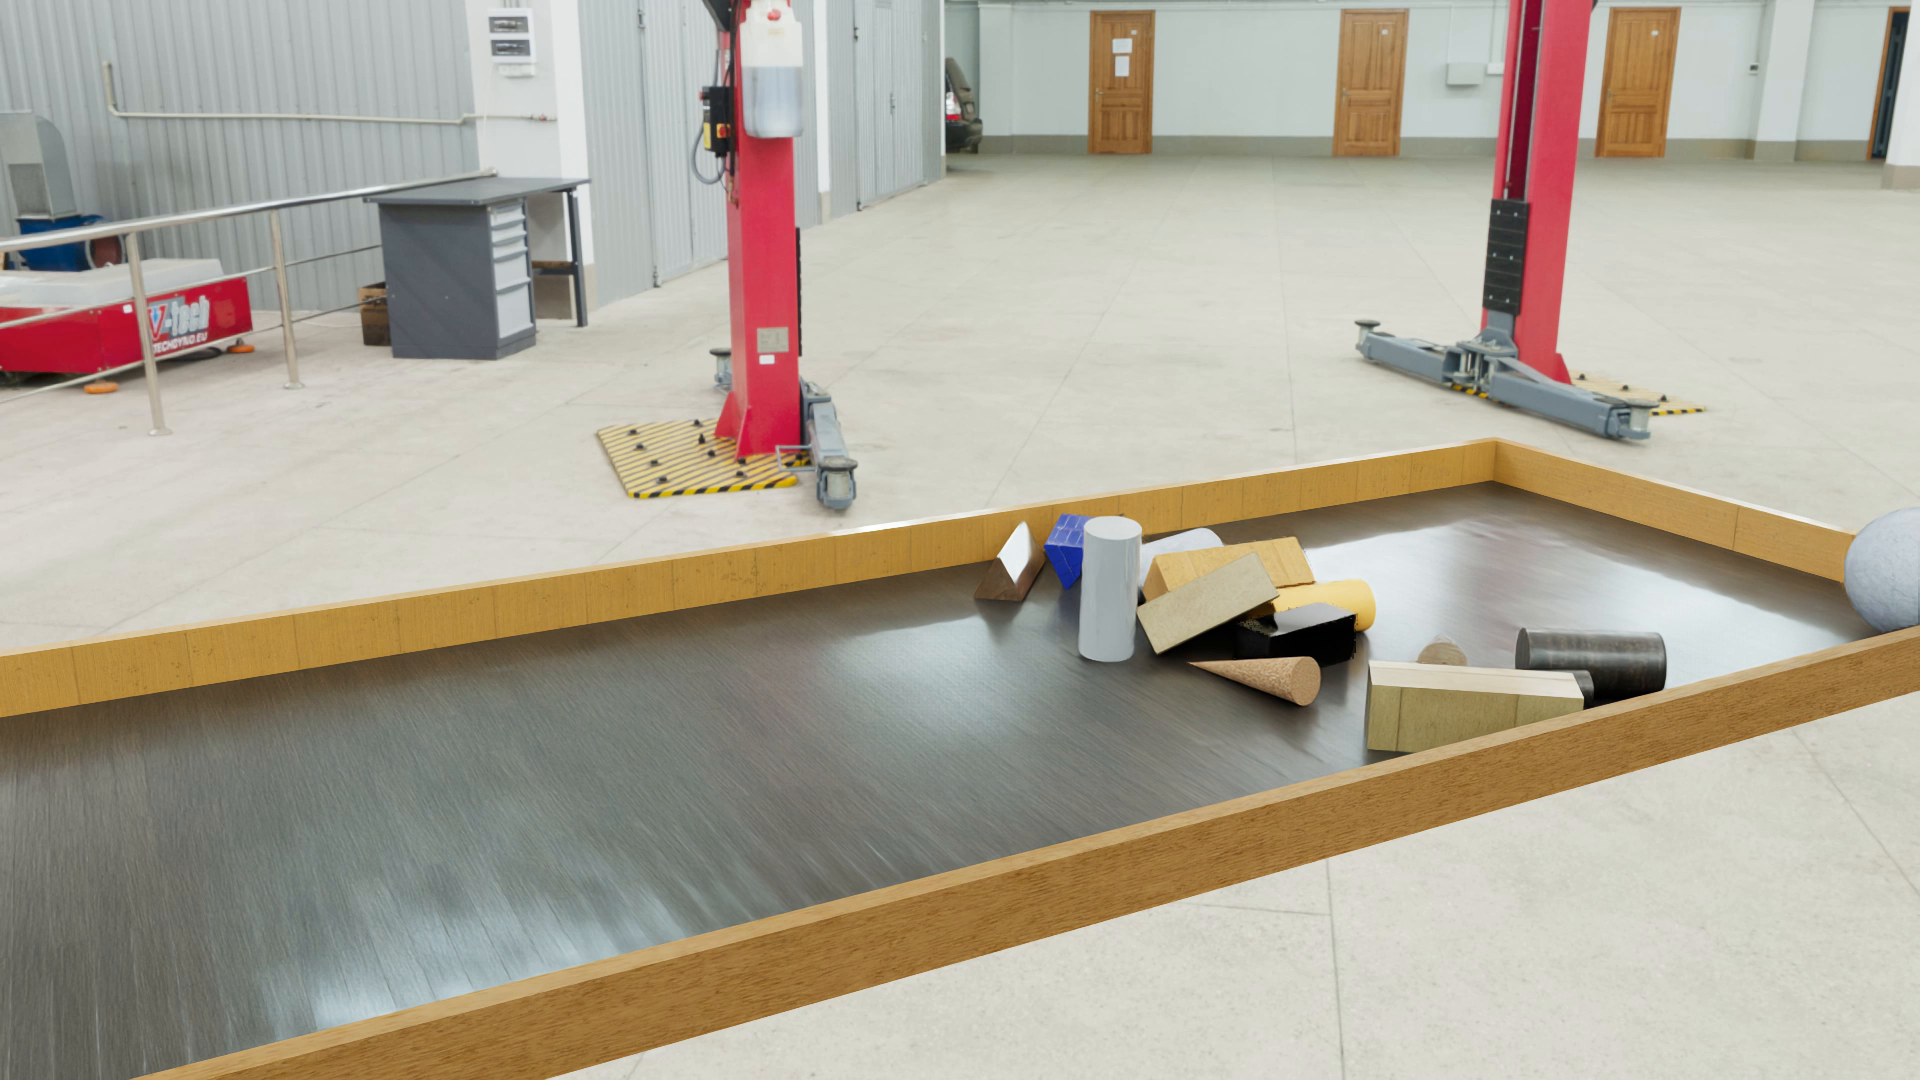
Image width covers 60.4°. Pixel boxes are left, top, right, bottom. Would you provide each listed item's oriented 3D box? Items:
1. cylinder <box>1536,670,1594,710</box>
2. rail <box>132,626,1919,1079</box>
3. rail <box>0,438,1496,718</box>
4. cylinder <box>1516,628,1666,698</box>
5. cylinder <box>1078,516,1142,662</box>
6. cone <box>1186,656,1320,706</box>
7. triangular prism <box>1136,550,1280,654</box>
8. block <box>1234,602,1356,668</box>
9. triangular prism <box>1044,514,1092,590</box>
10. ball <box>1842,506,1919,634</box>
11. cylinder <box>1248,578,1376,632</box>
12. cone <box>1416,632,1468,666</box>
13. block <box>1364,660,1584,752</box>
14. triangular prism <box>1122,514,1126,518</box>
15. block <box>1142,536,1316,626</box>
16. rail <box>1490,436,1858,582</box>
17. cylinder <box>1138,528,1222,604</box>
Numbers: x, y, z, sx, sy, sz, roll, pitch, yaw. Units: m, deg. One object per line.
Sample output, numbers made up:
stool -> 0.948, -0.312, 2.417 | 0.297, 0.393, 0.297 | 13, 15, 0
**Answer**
cylinder -> 1.282, 0.362, 3.937 | 0.421, 0.105, 0.105 | 0, 16, 0
rail -> -2.336, 1.006, 1.665 | 12.000, 0.150, 0.050 | -9, 18, -27
rail -> -3.305, 0.497, 3.399 | 12.000, 0.150, 0.050 | -9, 18, -27
cylinder -> 1.544, 0.301, 4.048 | 0.318, 0.160, 0.160 | 2, 16, 6
cylinder -> 0.387, 0.128, 4.266 | 0.146, 0.351, 0.146 | 1, 25, 0
cone -> 0.709, 0.329, 4.129 | 0.119, 0.119, 0.383 | -14, 13, -40
triangular prism -> 0.642, 0.156, 4.329 | 0.351, 0.119, 0.138 | -26, 11, 4
block -> 0.860, 0.262, 4.242 | 0.307, 0.125, 0.125 | -11, 20, -33
triangular prism -> 0.335, 0.004, 4.990 | 0.132, 0.152, 0.347 | 34, 20, 1
ball -> 2.564, 0.091, 4.408 | 0.360, 0.360, 0.360 | 0, 16, 0
cylinder -> 0.950, 0.191, 4.447 | 0.309, 0.144, 0.144 | -6, 18, -21
cone -> 1.251, 0.282, 4.286 | 0.123, 0.123, 0.441 | 5, 9, 15
block -> 1.161, 0.389, 3.753 | 0.453, 0.156, 0.156 | 3, 17, 10
triangular prism -> 0.489, 0.013, 5.130 | 0.111, 0.096, 0.382 | 3, 17, 10
block -> 0.735, 0.123, 4.524 | 0.421, 0.154, 0.154 | -7, 54, -15
rail -> 2.466, -0.048, 5.253 | 0.050, 0.150, 2.100 | -9, 18, -27
cylinder -> 0.577, 0.082, 4.796 | 0.428, 0.158, 0.158 | -15, 22, -41
